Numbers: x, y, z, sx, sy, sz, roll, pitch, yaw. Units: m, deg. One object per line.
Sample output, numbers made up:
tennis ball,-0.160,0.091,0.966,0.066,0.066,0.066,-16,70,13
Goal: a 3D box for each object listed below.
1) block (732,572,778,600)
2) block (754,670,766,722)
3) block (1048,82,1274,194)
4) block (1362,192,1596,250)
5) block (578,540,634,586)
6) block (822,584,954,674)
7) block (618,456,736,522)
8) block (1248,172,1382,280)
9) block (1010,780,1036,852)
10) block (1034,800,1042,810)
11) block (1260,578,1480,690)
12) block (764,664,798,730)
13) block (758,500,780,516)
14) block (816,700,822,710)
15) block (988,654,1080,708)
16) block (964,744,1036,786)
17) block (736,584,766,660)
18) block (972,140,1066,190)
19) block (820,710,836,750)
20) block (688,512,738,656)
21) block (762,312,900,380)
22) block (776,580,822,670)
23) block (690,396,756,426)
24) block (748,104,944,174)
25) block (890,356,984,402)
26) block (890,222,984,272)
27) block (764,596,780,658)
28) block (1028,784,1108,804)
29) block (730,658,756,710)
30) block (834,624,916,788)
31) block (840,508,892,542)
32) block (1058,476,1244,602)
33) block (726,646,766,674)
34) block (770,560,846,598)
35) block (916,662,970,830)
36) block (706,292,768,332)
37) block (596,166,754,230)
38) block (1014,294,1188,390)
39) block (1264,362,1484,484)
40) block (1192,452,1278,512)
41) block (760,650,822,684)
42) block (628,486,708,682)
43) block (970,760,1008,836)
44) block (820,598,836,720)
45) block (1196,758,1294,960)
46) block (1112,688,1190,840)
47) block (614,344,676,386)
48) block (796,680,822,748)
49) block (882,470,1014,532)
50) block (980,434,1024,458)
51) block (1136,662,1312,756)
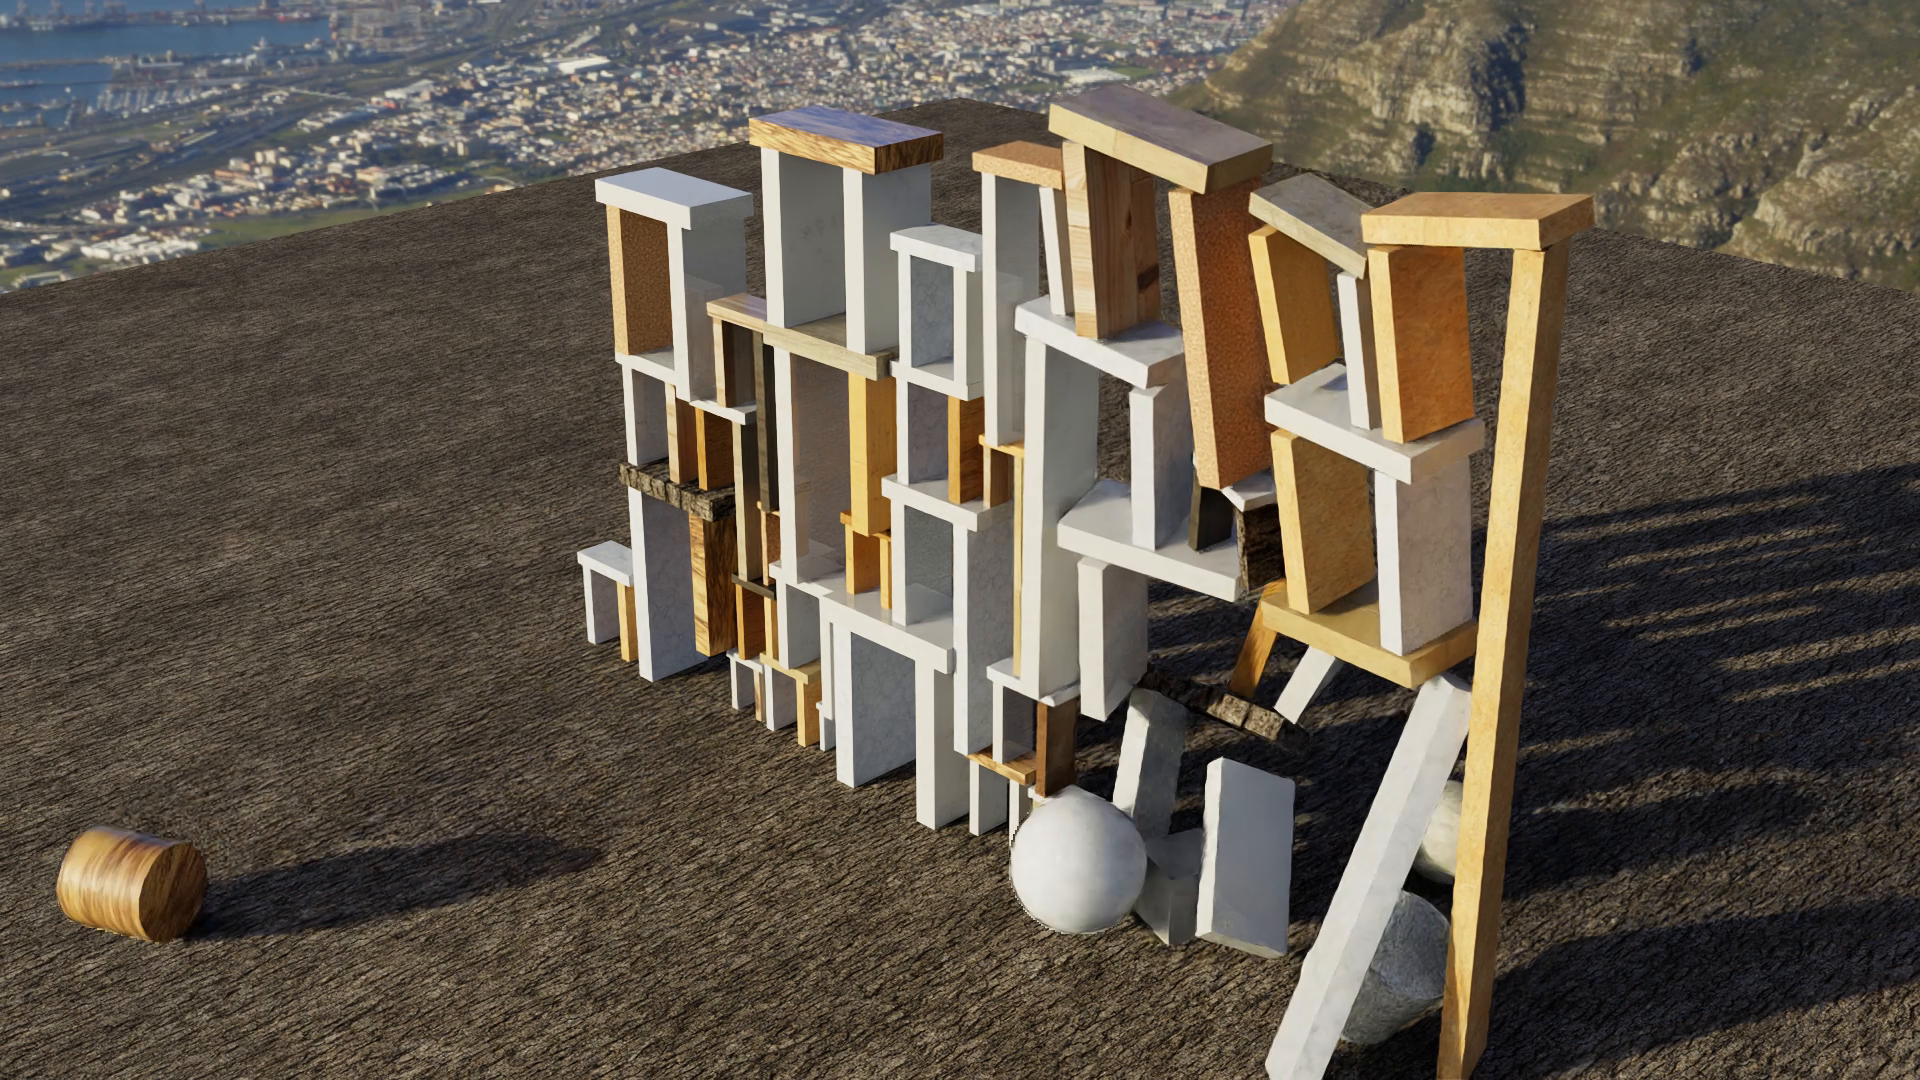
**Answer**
block,-0.417,0.091,4.710,0.070,0.020,0.140,-21,31,-40
block,-0.421,0.331,4.825,0.017,0.121,0.061,20,30,41
block,0.322,-0.652,3.554,0.166,0.047,0.332,-25,42,-39
block,0.746,-0.463,3.177,0.147,0.042,0.294,-25,24,-39
block,-0.788,0.054,5.096,0.196,0.028,0.098,21,31,41
block,-0.089,0.161,4.397,0.180,0.051,0.359,-21,31,-41
block,-0.581,-0.126,4.806,0.163,0.046,0.327,-21,31,-40
block,0.570,-0.480,3.341,0.124,0.035,0.247,-23,43,-30
block,0.134,0.529,4.304,0.023,0.164,0.082,21,31,41
block,0.173,0.556,4.273,0.070,0.140,0.020,-21,31,-41
block,0.680,0.137,3.634,0.172,0.049,0.344,-25,29,-28
block,-0.385,0.330,4.783,0.022,0.155,0.077,21,31,41
block,-0.371,-0.068,4.599,0.101,0.014,0.050,20,30,40
block,-0.255,0.358,4.658,0.095,0.013,0.047,21,31,40
block,0.143,0.265,4.183,0.172,0.024,0.086,21,31,40
block,0.095,0.428,4.303,0.082,0.023,0.164,-21,31,-41
block,-0.450,0.169,4.779,0.070,0.178,0.020,-21,31,-40
block,0.137,-0.647,3.789,0.111,0.031,0.221,-22,29,-37
block,-0.277,0.399,4.700,0.013,0.095,0.047,21,31,41
block,-0.505,0.076,4.809,0.163,0.327,0.046,-21,30,-40
block,-0.215,-0.389,4.292,0.164,0.046,0.328,-21,31,-41
block,-0.338,0.165,4.660,0.029,0.202,0.101,21,31,41
block,-0.475,-0.286,4.619,0.092,0.026,0.184,-21,31,-40
block,-0.216,-0.756,4.139,0.175,0.050,0.350,-21,31,-40
block,-0.023,-0.310,4.115,0.104,0.030,0.209,-21,31,-40
block,-0.013,-0.535,4.009,0.109,0.031,0.218,-21,31,-40
block,-0.384,0.177,4.710,0.020,0.140,0.070,21,31,40
block,0.206,0.495,4.212,0.139,0.020,0.070,21,31,40
block,-0.478,0.309,4.877,0.061,0.121,0.017,-21,31,-41
block,-0.175,0.316,4.556,0.180,0.359,0.051,-21,31,-41
block,-0.161,-0.035,4.385,0.149,0.021,0.075,21,31,41
block,0.368,-0.004,3.915,0.346,0.049,0.173,18,40,25
block,-0.450,0.256,4.823,0.061,0.017,0.122,-21,31,-40
block,-0.292,0.077,4.572,0.101,0.029,0.203,-21,31,-41
block,-0.005,0.382,4.400,0.051,0.359,0.180,21,31,41
block,-0.417,-0.462,4.474,0.191,0.027,0.095,21,31,41
block,-0.596,-0.712,4.570,0.162,0.046,0.325,-20,30,-39
block,0.258,-0.352,3.786,0.153,0.043,0.307,-24,40,-38
block,0.645,-0.186,3.442,0.159,0.045,0.318,-25,34,-28
block,0.469,-0.108,3.716,0.079,0.022,0.158,-16,40,-22
block,-0.349,0.263,4.716,0.155,0.022,0.077,21,31,41
block,-0.658,0.080,4.977,0.046,0.465,0.163,21,31,41
block,0.057,0.499,4.375,0.023,0.164,0.082,21,31,41
block,-0.242,0.234,4.585,0.029,0.271,0.101,21,31,40
block,0.520,0.577,3.993,0.166,0.331,0.047,20,-30,-23
block,0.357,0.464,4.196,0.047,0.331,0.166,3,-15,32
block,-0.628,-0.385,4.732,0.114,0.032,0.229,-20,30,-39
block,-0.312,0.359,4.716,0.077,0.155,0.022,-21,31,-41
block,-0.014,-0.085,4.203,0.129,0.037,0.258,-21,31,-40
block,0.099,-0.178,4.043,0.060,0.017,0.121,-21,30,-40
block,0.496,0.320,4.228,0.331,0.047,0.166,21,-5,30
